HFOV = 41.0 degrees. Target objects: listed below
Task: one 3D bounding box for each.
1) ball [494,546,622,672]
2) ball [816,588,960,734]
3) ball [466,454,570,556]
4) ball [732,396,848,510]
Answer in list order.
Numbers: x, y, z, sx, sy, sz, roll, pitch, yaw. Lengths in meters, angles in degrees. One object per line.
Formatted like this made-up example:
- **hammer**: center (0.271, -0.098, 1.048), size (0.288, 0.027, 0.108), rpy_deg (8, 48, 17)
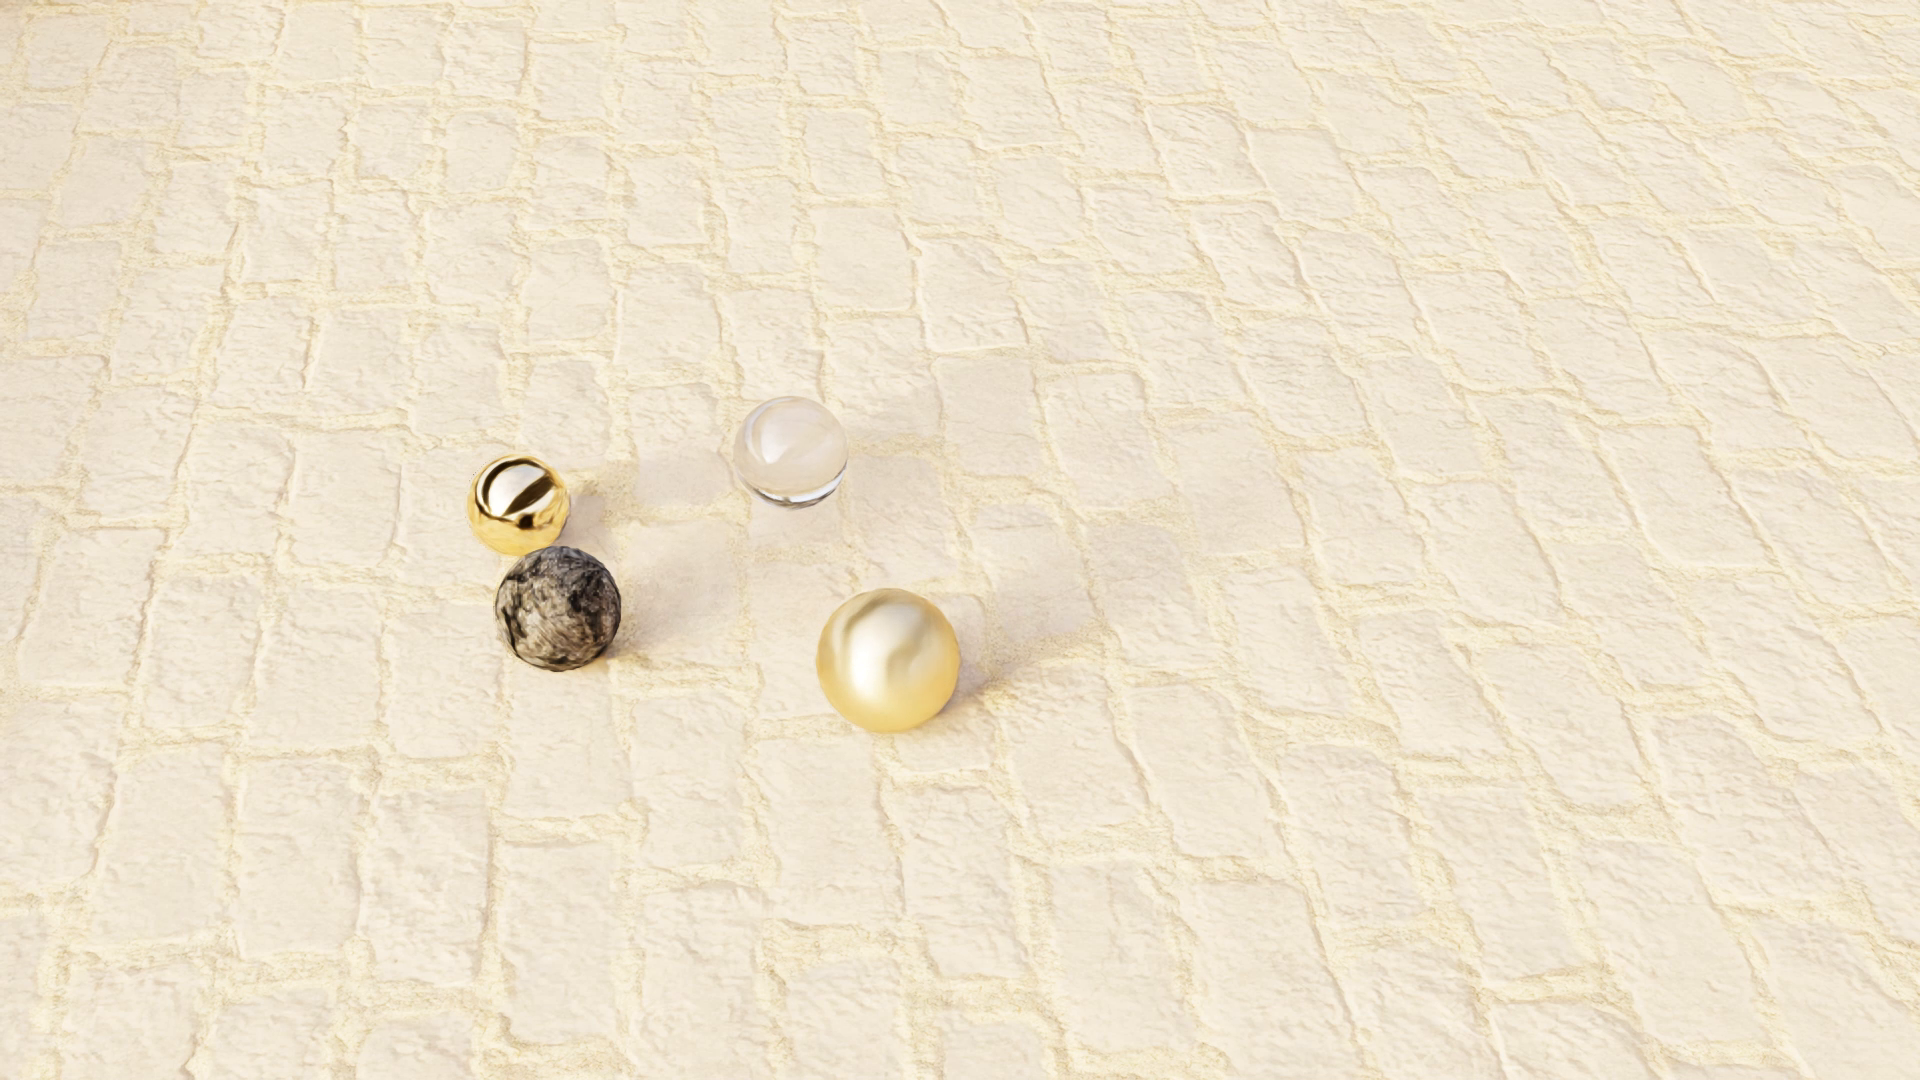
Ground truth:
- **ball**: center (-0.235, 0.040, 1.500), size (0.073, 0.073, 0.073), rpy_deg (0, 36, 0)
- **ball**: center (-0.041, 0.068, 1.454), size (0.082, 0.082, 0.082), rpy_deg (0, 36, 0)
- **ball**: center (-0.274, -0.022, 1.592), size (0.063, 0.063, 0.063), rpy_deg (0, 36, 0)
- **ball**: center (-0.107, -0.055, 1.629), size (0.073, 0.073, 0.073), rpy_deg (0, 36, 0)
